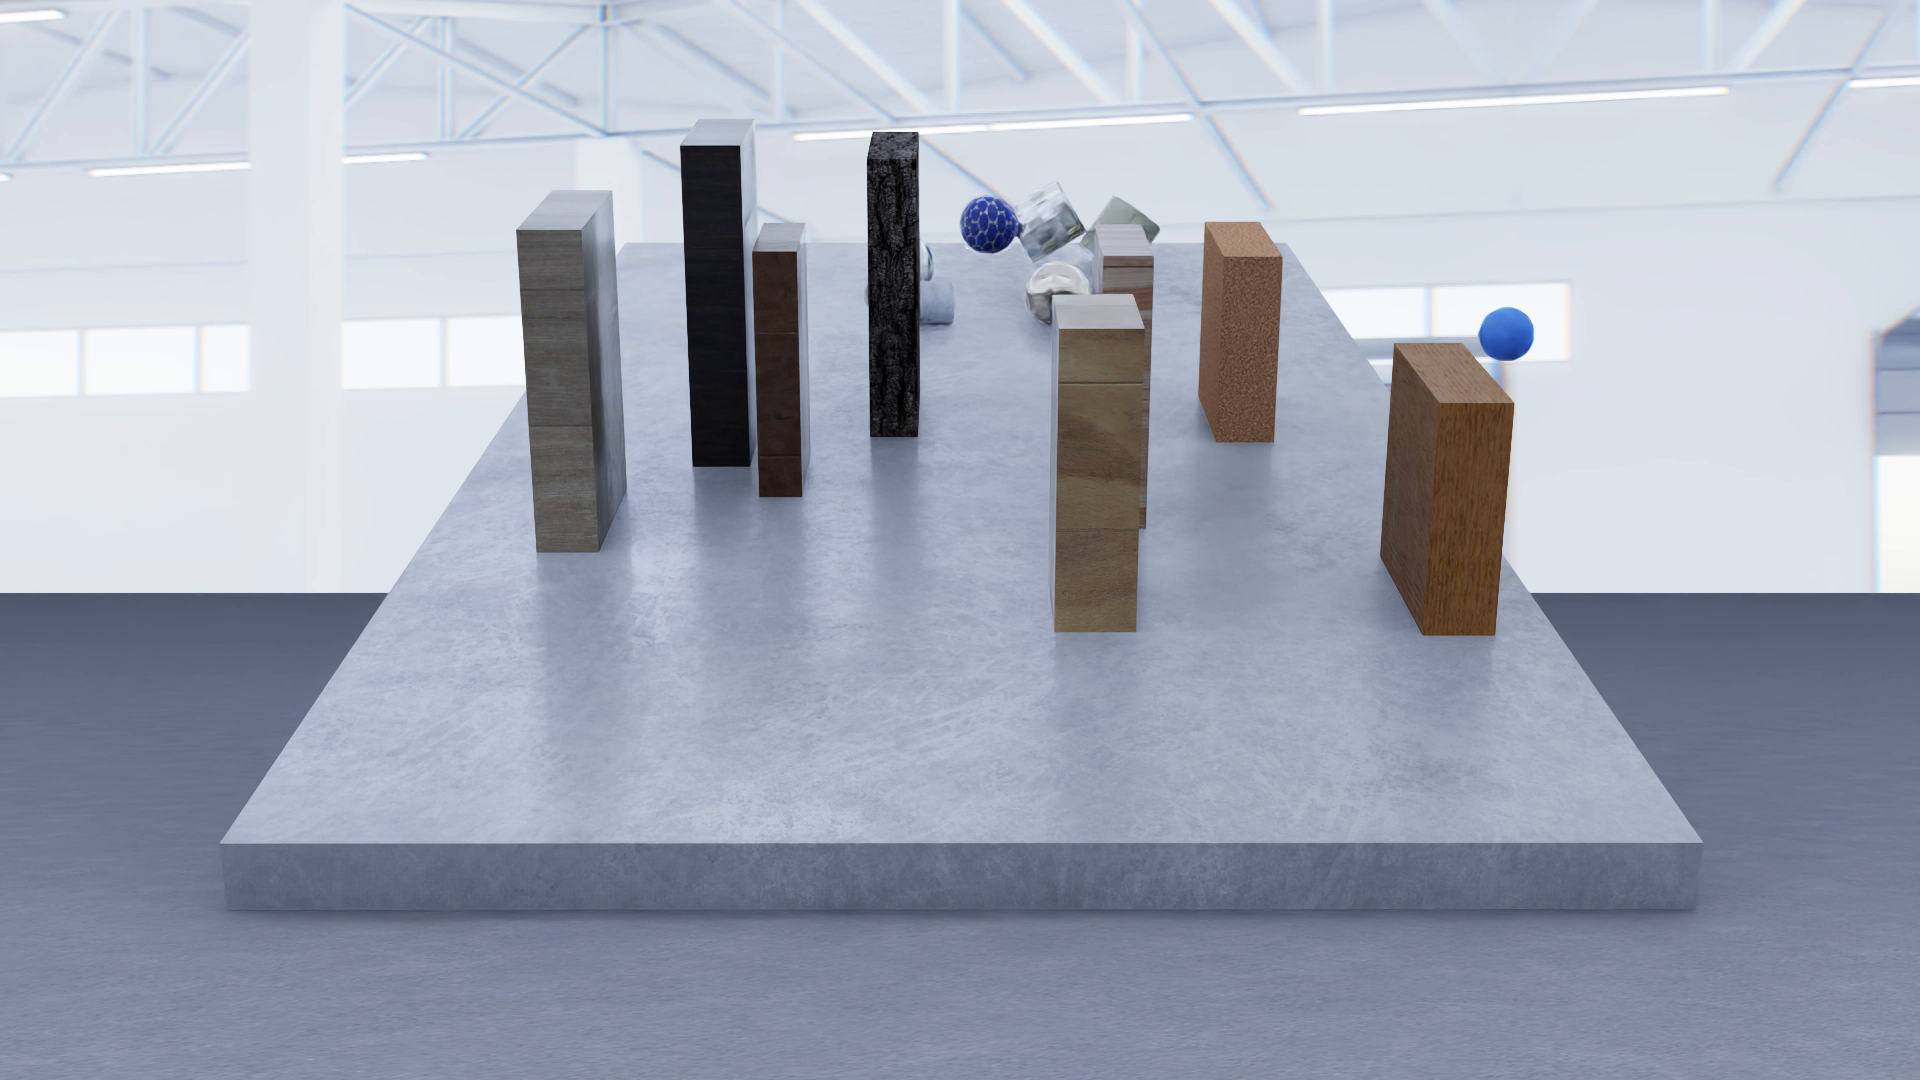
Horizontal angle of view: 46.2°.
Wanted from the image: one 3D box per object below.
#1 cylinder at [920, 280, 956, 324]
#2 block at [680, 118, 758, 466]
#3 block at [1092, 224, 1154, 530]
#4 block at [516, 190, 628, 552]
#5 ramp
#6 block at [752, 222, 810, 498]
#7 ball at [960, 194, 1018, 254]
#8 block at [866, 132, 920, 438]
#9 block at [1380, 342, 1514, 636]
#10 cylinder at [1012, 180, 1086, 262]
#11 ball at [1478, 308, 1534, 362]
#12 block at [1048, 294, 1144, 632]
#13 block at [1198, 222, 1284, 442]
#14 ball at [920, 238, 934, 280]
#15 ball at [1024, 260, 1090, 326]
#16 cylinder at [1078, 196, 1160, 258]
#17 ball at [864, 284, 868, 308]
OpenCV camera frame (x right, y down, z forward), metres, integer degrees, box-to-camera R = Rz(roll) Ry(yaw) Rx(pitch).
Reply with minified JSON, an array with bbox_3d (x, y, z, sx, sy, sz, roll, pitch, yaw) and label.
[{"bbox_3d":[-0.081,-0.615,5.823,0.111,0.111,0.111,-5,0,-15],"label":"cylinder"},{"bbox_3d":[-0.493,-0.521,4.709,0.119,0.662,0.349,0,19,0],"label":"block"},{"bbox_3d":[0.307,-0.317,4.329,0.093,0.527,0.292,0,19,0],"label":"block"},{"bbox_3d":[-0.723,-0.324,4.231,0.115,0.600,0.384,0,19,0],"label":"block"},{"bbox_3d":[-0.004,-0.198,4.943,2.000,0.100,4.000,0,19,0],"label":"ramp"},{"bbox_3d":[-0.355,-0.364,4.515,0.085,0.493,0.284,0,19,0],"label":"block"},{"bbox_3d":[0.080,-0.877,6.255,0.163,0.163,0.163,0,-1,0],"label":"ball"},{"bbox_3d":[-0.143,-0.566,4.935,0.103,0.599,0.371,0,19,0],"label":"block"},{"bbox_3d":[0.832,-0.096,3.882,0.121,0.402,0.396,0,19,0],"label":"block"},{"bbox_3d":[0.241,-0.903,6.381,0.174,0.174,0.174,-30,-5,7],"label":"cylinder"},{"bbox_3d":[1.428,-0.537,5.886,0.143,0.143,0.143,0,-1,0],"label":"ball"},{"bbox_3d":[0.226,-0.132,3.804,0.137,0.521,0.247,0,19,0],"label":"block"},{"bbox_3d":[0.610,-0.461,4.936,0.123,0.403,0.377,0,19,0],"label":"block"},{"bbox_3d":[-0.156,-0.742,6.091,0.176,0.176,0.176,0,-1,0],"label":"ball"},{"bbox_3d":[0.251,-0.633,5.789,0.169,0.169,0.169,0,-1,0],"label":"ball"},{"bbox_3d":[0.447,-0.849,6.315,0.166,0.166,0.166,35,3,-2],"label":"cylinder"},{"bbox_3d":[-0.200,-0.639,5.900,0.106,0.106,0.106,0,-1,0],"label":"ball"}]
